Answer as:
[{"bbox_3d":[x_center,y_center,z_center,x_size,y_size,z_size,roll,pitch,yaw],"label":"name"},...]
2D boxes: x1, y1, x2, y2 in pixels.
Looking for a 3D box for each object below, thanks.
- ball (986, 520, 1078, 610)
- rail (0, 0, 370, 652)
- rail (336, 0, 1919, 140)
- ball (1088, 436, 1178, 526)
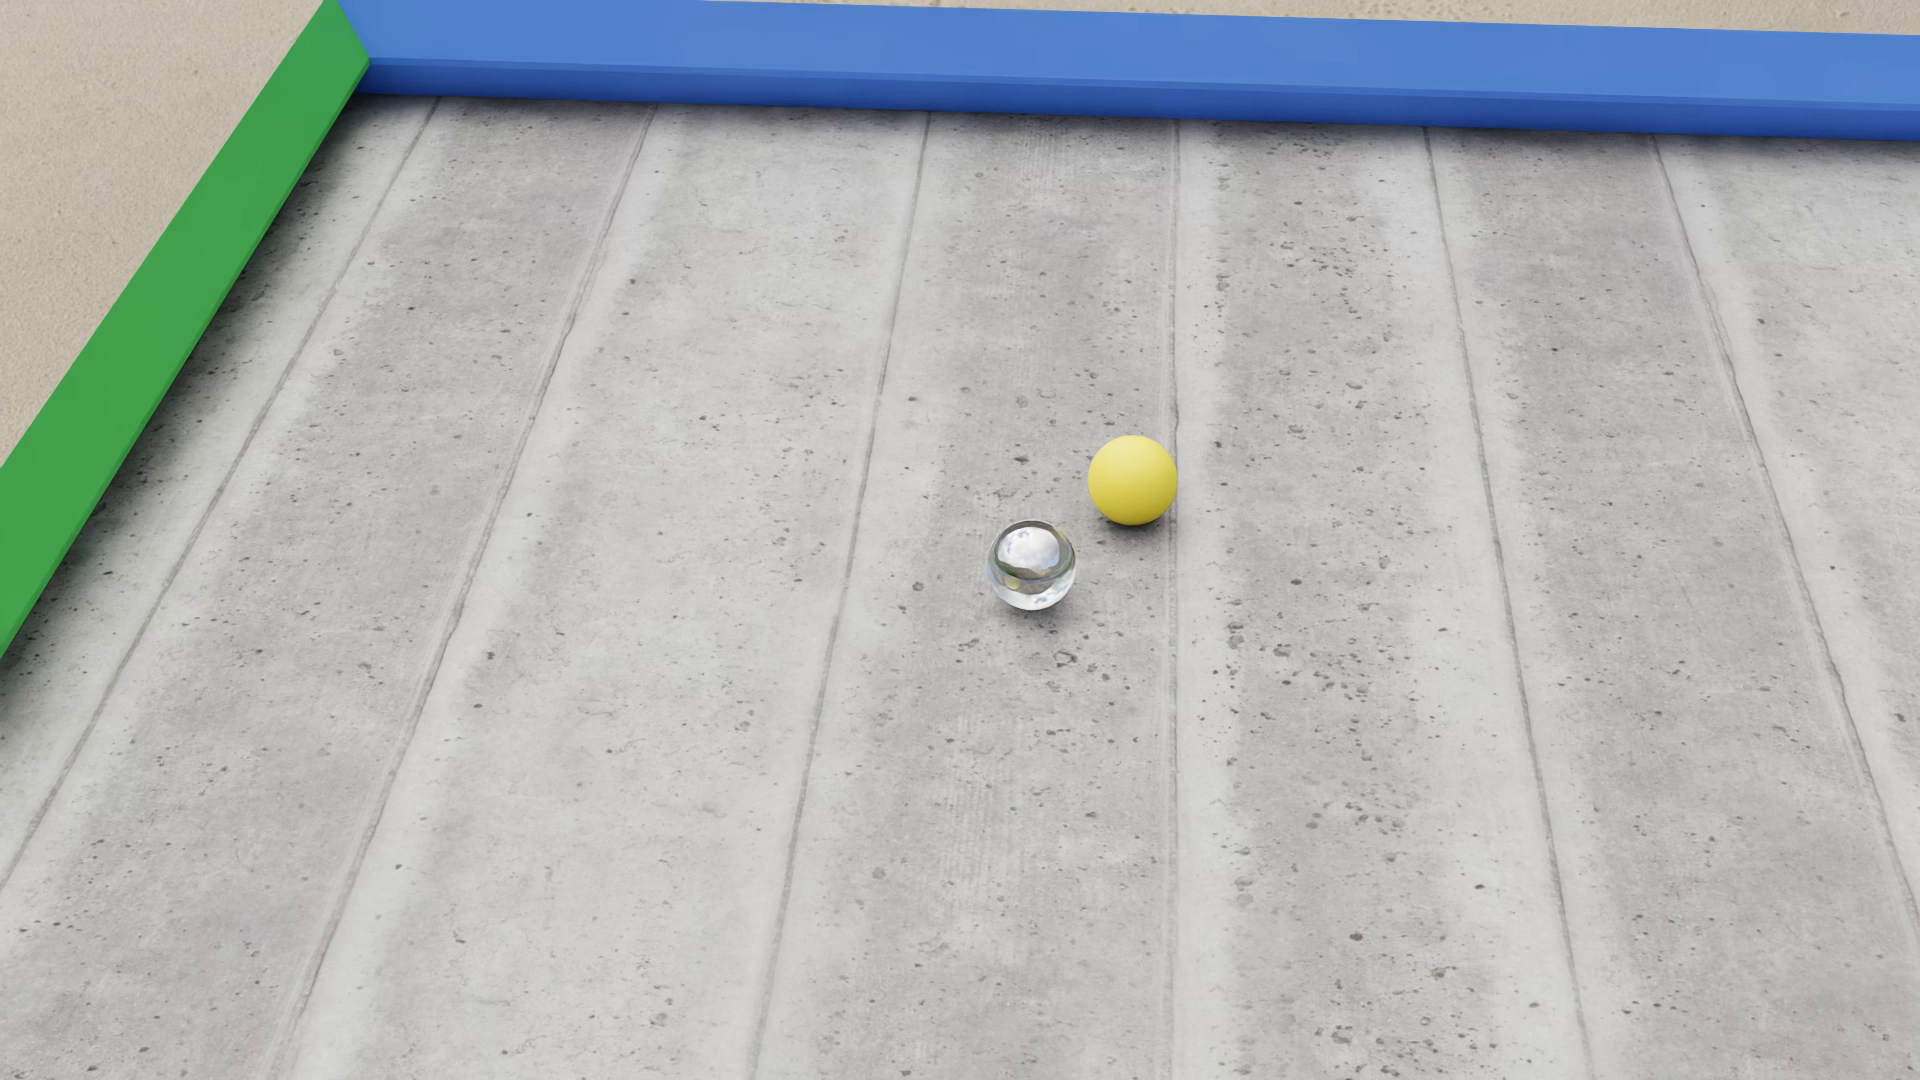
[{"bbox_3d":[0.053,0.018,1.889,0.067,0.067,0.067,0,35,0],"label":"ball"},{"bbox_3d":[-0.667,-0.045,1.941,0.045,0.110,1.619,2,35,3],"label":"rail"},{"bbox_3d":[0.747,-0.437,2.505,2.769,0.110,0.045,2,35,3],"label":"rail"},{"bbox_3d":[0.133,-0.046,1.979,0.070,0.070,0.070,0,35,0],"label":"ball"}]
